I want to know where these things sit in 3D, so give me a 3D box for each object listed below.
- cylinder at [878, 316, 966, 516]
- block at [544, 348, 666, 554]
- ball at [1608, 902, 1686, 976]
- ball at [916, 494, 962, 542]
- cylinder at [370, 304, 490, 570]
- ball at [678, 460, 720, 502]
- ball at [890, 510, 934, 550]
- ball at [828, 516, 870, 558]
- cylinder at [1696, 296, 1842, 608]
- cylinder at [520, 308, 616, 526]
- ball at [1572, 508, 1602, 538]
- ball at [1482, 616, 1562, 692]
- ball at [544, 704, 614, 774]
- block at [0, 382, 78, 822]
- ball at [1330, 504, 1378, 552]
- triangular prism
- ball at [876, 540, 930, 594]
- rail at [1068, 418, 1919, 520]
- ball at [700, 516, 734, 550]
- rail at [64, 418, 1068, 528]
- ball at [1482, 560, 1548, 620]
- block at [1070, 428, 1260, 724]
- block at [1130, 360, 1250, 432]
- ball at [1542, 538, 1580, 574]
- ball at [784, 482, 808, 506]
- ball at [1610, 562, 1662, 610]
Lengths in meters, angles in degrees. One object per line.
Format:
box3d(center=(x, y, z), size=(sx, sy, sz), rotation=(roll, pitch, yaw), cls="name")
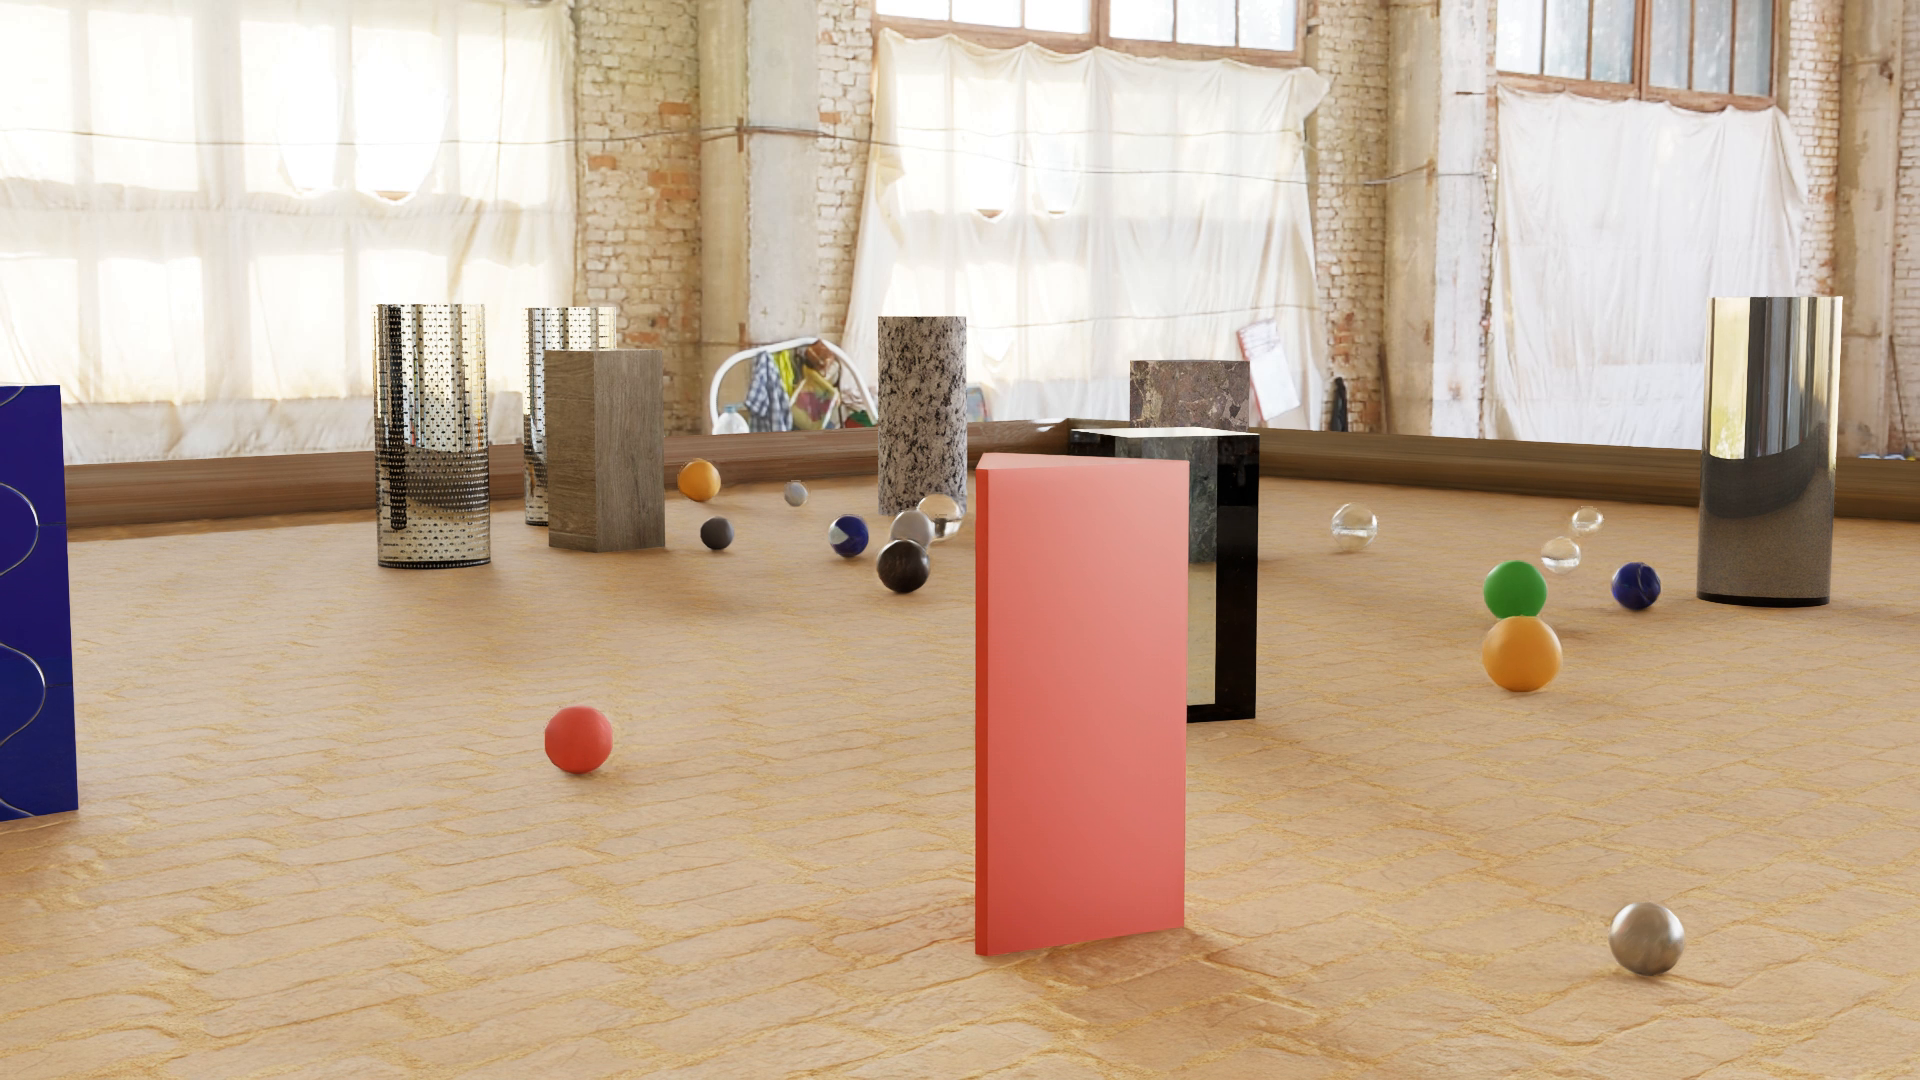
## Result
box3d(center=(-0.082, -0.272, 4.792), size=(0.194, 0.430, 0.194), rotation=(0, 6, 0), cls="cylinder")
box3d(center=(-0.665, -0.171, 4.121), size=(0.155, 0.369, 0.155), rotation=(-6, 8, -44), cls="block")
box3d(center=(0.460, 0.267, 1.475), size=(0.049, 0.049, 0.049), rotation=(0, 6, 0), cls="ball")
box3d(center=(-0.042, -0.042, 4.220), size=(0.092, 0.092, 0.092), rotation=(0, 6, 0), cls="ball")
box3d(center=(-0.925, -0.185, 3.849), size=(0.194, 0.454, 0.194), rotation=(0, 6, 0), cls="cylinder")
box3d(center=(-0.603, -0.136, 5.094), size=(0.096, 0.096, 0.096), rotation=(0, 6, 0), cls="ball")
box3d(center=(-0.087, -0.013, 4.000), size=(0.081, 0.081, 0.081), rotation=(0, 6, 0), cls="ball")
box3d(center=(-0.200, -0.006, 3.960), size=(0.075, 0.075, 0.075), rotation=(0, 6, 0), cls="ball")
box3d(center=(1.237, -0.139, 3.367), size=(0.194, 0.463, 0.194), rotation=(0, 6, 0), cls="cylinder")
box3d(center=(-0.813, -0.260, 4.584), size=(0.194, 0.449, 0.194), rotation=(0, 6, 0), cls="cylinder")
box3d(center=(1.220, -0.031, 4.280), size=(0.058, 0.058, 0.058), rotation=(0, 6, 0), cls="ball")
box3d(center=(0.654, 0.133, 2.563), size=(0.090, 0.090, 0.090), rotation=(0, 6, 0), cls="ball")
box3d(center=(-0.367, 0.192, 2.115), size=(0.066, 0.066, 0.066), rotation=(0, 6, 0), cls="ball")
box3d(center=(-0.897, 0.052, 1.946), size=(0.155, 0.379, 0.155), rotation=(-6, 8, -44), cls="block")
box3d(center=(0.728, -0.022, 4.059), size=(0.086, 0.086, 0.086), rotation=(0, 6, 0), cls="ball")
box3d(center=(0.055, 0.109, 1.605), size=(0.168, 0.337, 0.146), rotation=(-3, 7, -27), cls="triangular prism")
box3d(center=(-0.088, 0.041, 3.459), size=(0.085, 0.085, 0.085), rotation=(0, 6, 0), cls="ball")
box3d(center=(1.722, -0.133, 4.912), size=(0.045, 0.126, 4.199), rotation=(-5, 8, -42), cls="rail")
box3d(center=(-0.450, -0.013, 4.084), size=(0.063, 0.063, 0.063), rotation=(0, 6, 0), cls="ball")
box3d(center=(-1.408, -0.126, 4.849), size=(4.734, 0.126, 0.045), rotation=(-5, 8, -42), cls="rail")
box3d(center=(0.790, 0.074, 3.131), size=(0.089, 0.089, 0.089), rotation=(0, 6, 0), cls="ball")
box3d(center=(0.223, 0.036, 2.431), size=(0.155, 0.310, 0.155), rotation=(-2, 6, -20), cls="block")
box3d(center=(0.416, -0.150, 4.007), size=(0.155, 0.352, 0.155), rotation=(-3, 7, -29), cls="block")
box3d(center=(1.014, 0.026, 3.709), size=(0.062, 0.062, 0.062), rotation=(0, 6, 0), cls="ball")
box3d(center=(-0.371, -0.102, 4.971), size=(0.054, 0.054, 0.054), rotation=(0, 6, 0), cls="ball")
box3d(center=(1.003, 0.068, 3.264), size=(0.072, 0.072, 0.072), rotation=(0, 6, 0), cls="ball")
